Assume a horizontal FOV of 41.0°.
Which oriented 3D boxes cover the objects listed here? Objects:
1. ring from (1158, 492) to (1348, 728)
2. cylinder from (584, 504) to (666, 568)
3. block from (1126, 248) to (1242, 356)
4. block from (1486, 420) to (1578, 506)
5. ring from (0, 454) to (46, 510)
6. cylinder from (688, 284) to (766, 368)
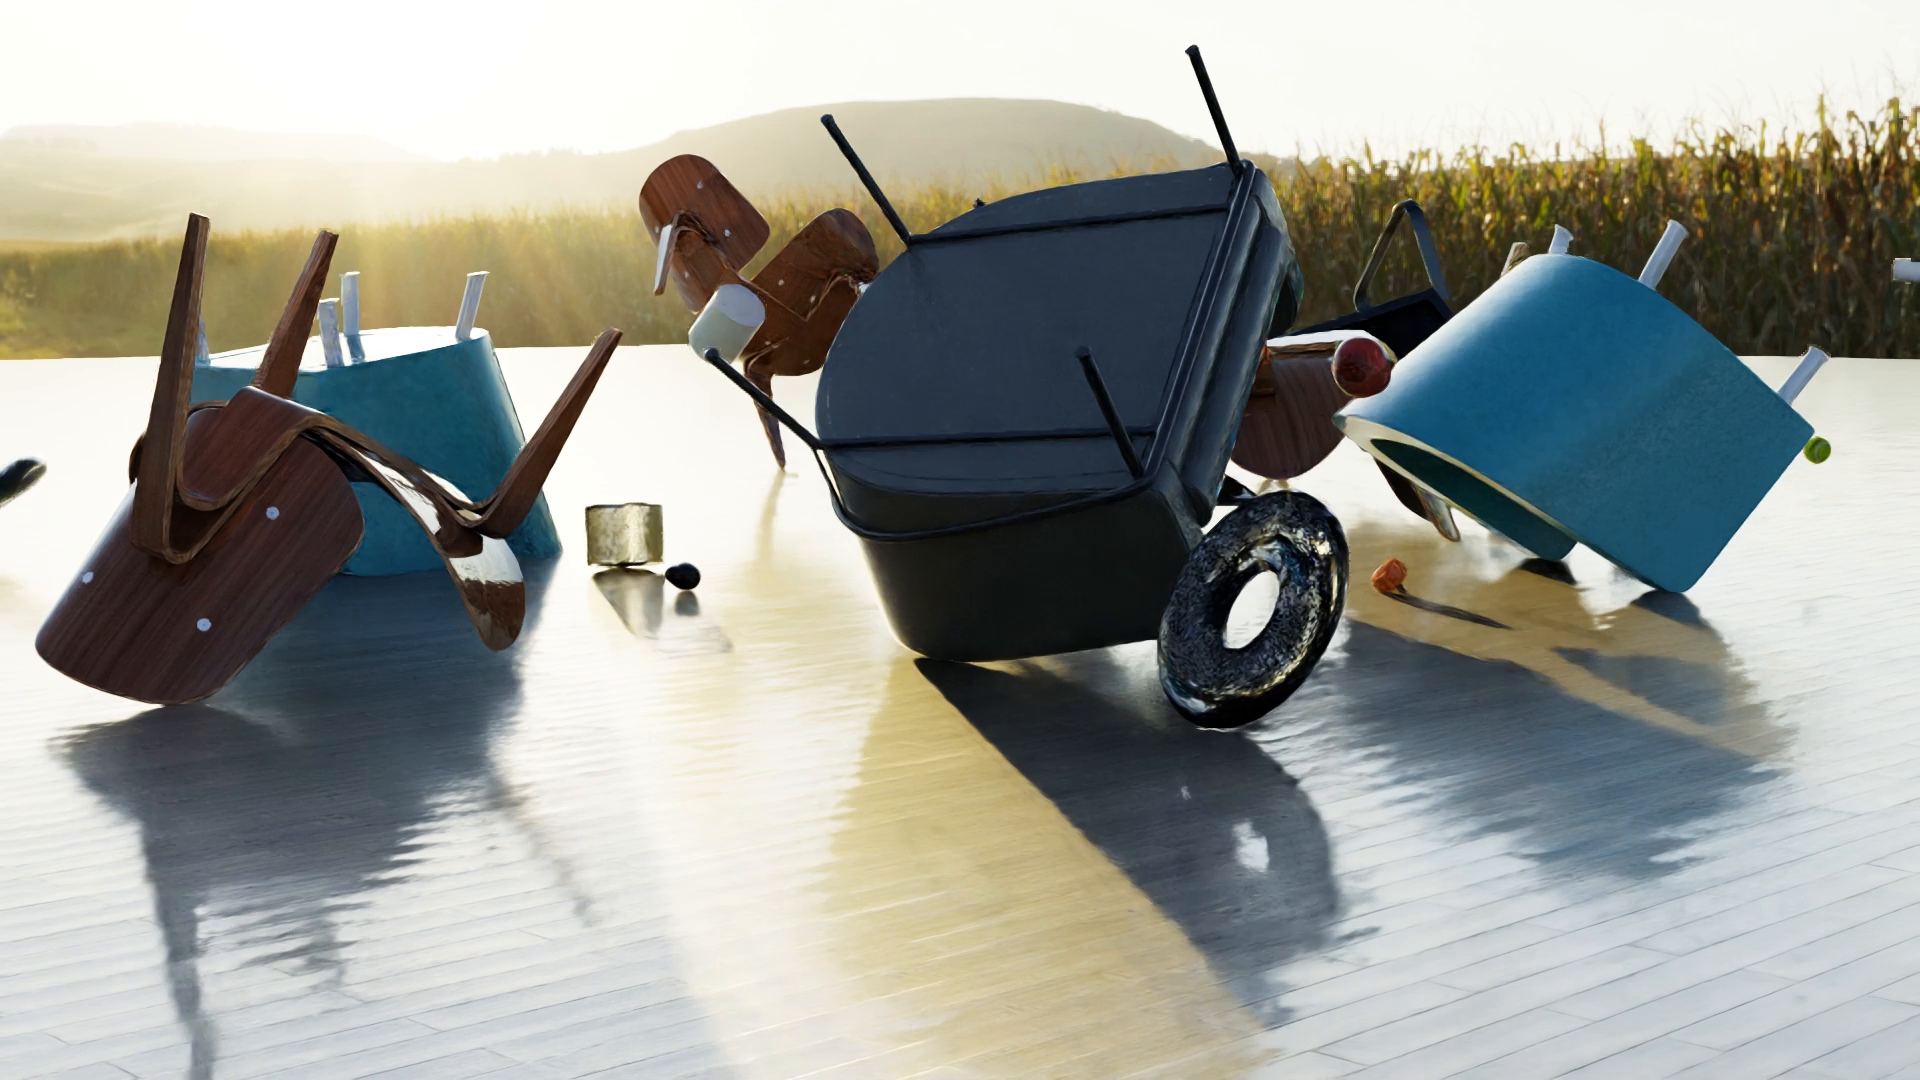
[{"bbox_3d":[0.425,0.101,3.728,0.262,0.375,0.104,33,6,39],"label":"ring"},{"bbox_3d":[-0.747,-0.010,5.723,0.170,0.131,0.194,-3,-3,15],"label":"cylinder"},{"bbox_3d":[0.542,-0.575,6.221,0.216,0.138,0.141,-26,-24,10],"label":"block"},{"bbox_3d":[1.666,-0.225,7.468,0.183,0.197,0.219,16,12,22],"label":"block"},{"bbox_3d":[-2.400,-0.098,6.291,0.358,0.082,0.402,-33,14,-3],"label":"ring"},{"bbox_3d":[-0.642,-0.591,7.067,0.150,0.155,0.175,10,-42,-32],"label":"cylinder"}]
